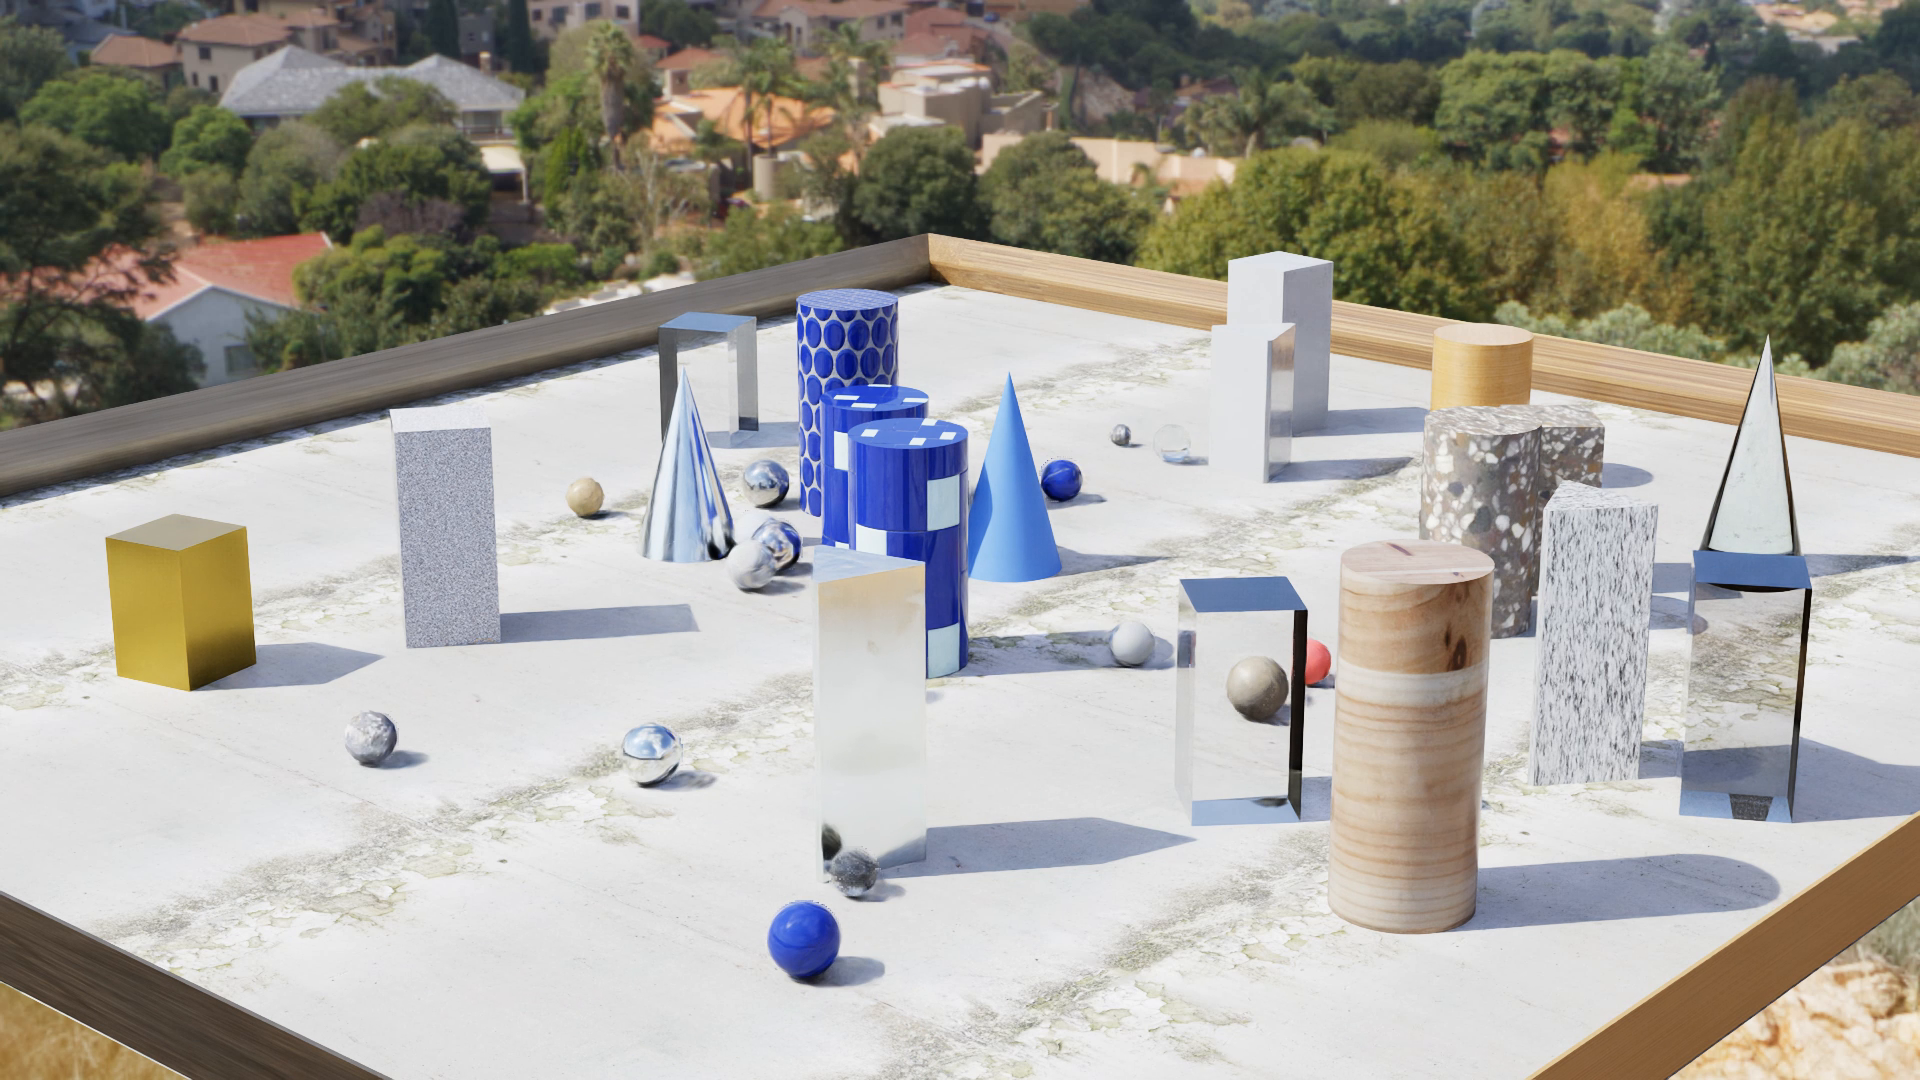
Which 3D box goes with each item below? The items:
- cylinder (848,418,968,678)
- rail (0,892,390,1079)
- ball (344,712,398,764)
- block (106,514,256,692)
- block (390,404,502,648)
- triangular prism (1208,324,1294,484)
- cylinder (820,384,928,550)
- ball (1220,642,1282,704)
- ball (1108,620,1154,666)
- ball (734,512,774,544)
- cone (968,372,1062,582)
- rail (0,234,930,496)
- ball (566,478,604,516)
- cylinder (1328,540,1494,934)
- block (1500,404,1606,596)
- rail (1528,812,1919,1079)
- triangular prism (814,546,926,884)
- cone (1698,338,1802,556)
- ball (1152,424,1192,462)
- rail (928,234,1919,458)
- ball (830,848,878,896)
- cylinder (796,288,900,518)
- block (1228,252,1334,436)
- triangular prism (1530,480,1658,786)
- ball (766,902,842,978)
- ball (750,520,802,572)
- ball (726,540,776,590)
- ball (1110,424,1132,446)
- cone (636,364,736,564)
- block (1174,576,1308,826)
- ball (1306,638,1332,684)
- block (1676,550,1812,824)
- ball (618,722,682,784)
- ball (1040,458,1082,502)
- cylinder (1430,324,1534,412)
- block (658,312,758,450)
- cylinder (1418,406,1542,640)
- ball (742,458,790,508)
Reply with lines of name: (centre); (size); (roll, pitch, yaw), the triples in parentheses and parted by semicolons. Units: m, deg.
cylinder: (-0.083, 0.013, 4.739); (0.194, 0.384, 0.194); (0, 17, 0)
rail: (-1.275, 0.456, 3.715); (3.638, 0.126, 0.045); (14, 22, 39)
ball: (-0.873, 0.292, 4.343); (0.078, 0.078, 0.078); (0, 17, 0)
block: (-1.251, 0.099, 4.715); (0.155, 0.234, 0.155); (9, 19, 28)
block: (-0.857, -0.024, 4.885); (0.155, 0.370, 0.155); (-4, 17, -13)
triangular prism: (0.612, -0.283, 5.880); (0.145, 0.291, 0.168); (-13, 21, -36)
cylinder: (-0.152, -0.102, 5.243); (0.194, 0.313, 0.194); (0, 17, 0)
ball: (0.454, 0.209, 4.586); (0.097, 0.097, 0.097); (0, 17, 0)
ball: (0.279, 0.167, 4.764); (0.074, 0.074, 0.074); (0, 17, 0)
ball: (-0.369, -0.011, 5.337); (0.083, 0.083, 0.083); (0, 17, 0)
cone: (0.087, -0.126, 5.235); (0.194, 0.363, 0.194); (0, 17, 0)
rail: (-1.356, -0.309, 6.247); (0.045, 0.126, 3.936); (14, 22, 39)
ball: (-0.715, -0.082, 5.592); (0.073, 0.073, 0.073); (0, 17, 0)
cylinder: (0.581, 0.253, 3.790); (0.194, 0.472, 0.194); (0, 17, 0)
block: (1.030, -0.070, 5.147); (0.155, 0.306, 0.155); (0, 17, 1)
rail: (1.356, 0.372, 3.993); (0.045, 0.126, 3.936); (14, 22, 39)
triangular prism: (-0.154, 0.227, 3.964); (0.168, 0.422, 0.145); (-10, 19, -30)
cone: (1.422, -0.157, 5.220); (0.194, 0.431, 0.194); (0, 17, 0)
ball: (0.432, -0.197, 5.963); (0.078, 0.078, 0.078); (0, 17, 0)
rail: (1.275, -0.393, 6.526); (3.638, 0.126, 0.045); (14, 22, 39)
ball: (-0.141, 0.439, 3.880); (0.063, 0.063, 0.063); (0, 17, 0)
cylinder: (-0.213, -0.261, 5.606); (0.194, 0.407, 0.194); (0, 17, 0)
block: (0.674, -0.415, 6.205); (0.155, 0.356, 0.155); (-14, 22, -40)
triangular prism: (0.899, 0.133, 4.285); (0.168, 0.417, 0.145); (-3, 17, -9)
ball: (-0.194, 0.497, 3.640); (0.093, 0.093, 0.093); (0, 17, 0)
ball: (-0.330, 0.011, 5.248); (0.093, 0.093, 0.093); (0, 17, 0)
ball: (-0.367, 0.045, 5.147); (0.088, 0.088, 0.088); (0, 17, 0)
ball: (0.334, -0.218, 6.088); (0.046, 0.046, 0.046); (0, 17, 0)
cone: (-0.500, -0.152, 5.349); (0.194, 0.348, 0.194); (0, 17, 0)
block: (0.395, 0.227, 4.149); (0.155, 0.315, 0.155); (-1, 17, -5)
ball: (0.557, 0.194, 4.679); (0.072, 0.072, 0.072); (0, 17, 0)
block: (1.109, 0.207, 4.161); (0.155, 0.347, 0.155); (3, 17, 11)
ball: (-0.451, 0.311, 4.261); (0.090, 0.090, 0.090); (0, 17, 0)
ball: (0.197, -0.116, 5.688); (0.082, 0.082, 0.082); (0, 17, 0)
cylinder: (1.027, -0.260, 5.791); (0.194, 0.299, 0.194); (0, 17, 0)
block: (-0.524, -0.335, 6.126); (0.155, 0.248, 0.155); (6, 18, 18)
cylinder: (0.871, -0.031, 4.935); (0.194, 0.353, 0.194); (0, 17, 0)
ball: (-0.374, -0.110, 5.649); (0.094, 0.094, 0.094); (0, 17, 0)
